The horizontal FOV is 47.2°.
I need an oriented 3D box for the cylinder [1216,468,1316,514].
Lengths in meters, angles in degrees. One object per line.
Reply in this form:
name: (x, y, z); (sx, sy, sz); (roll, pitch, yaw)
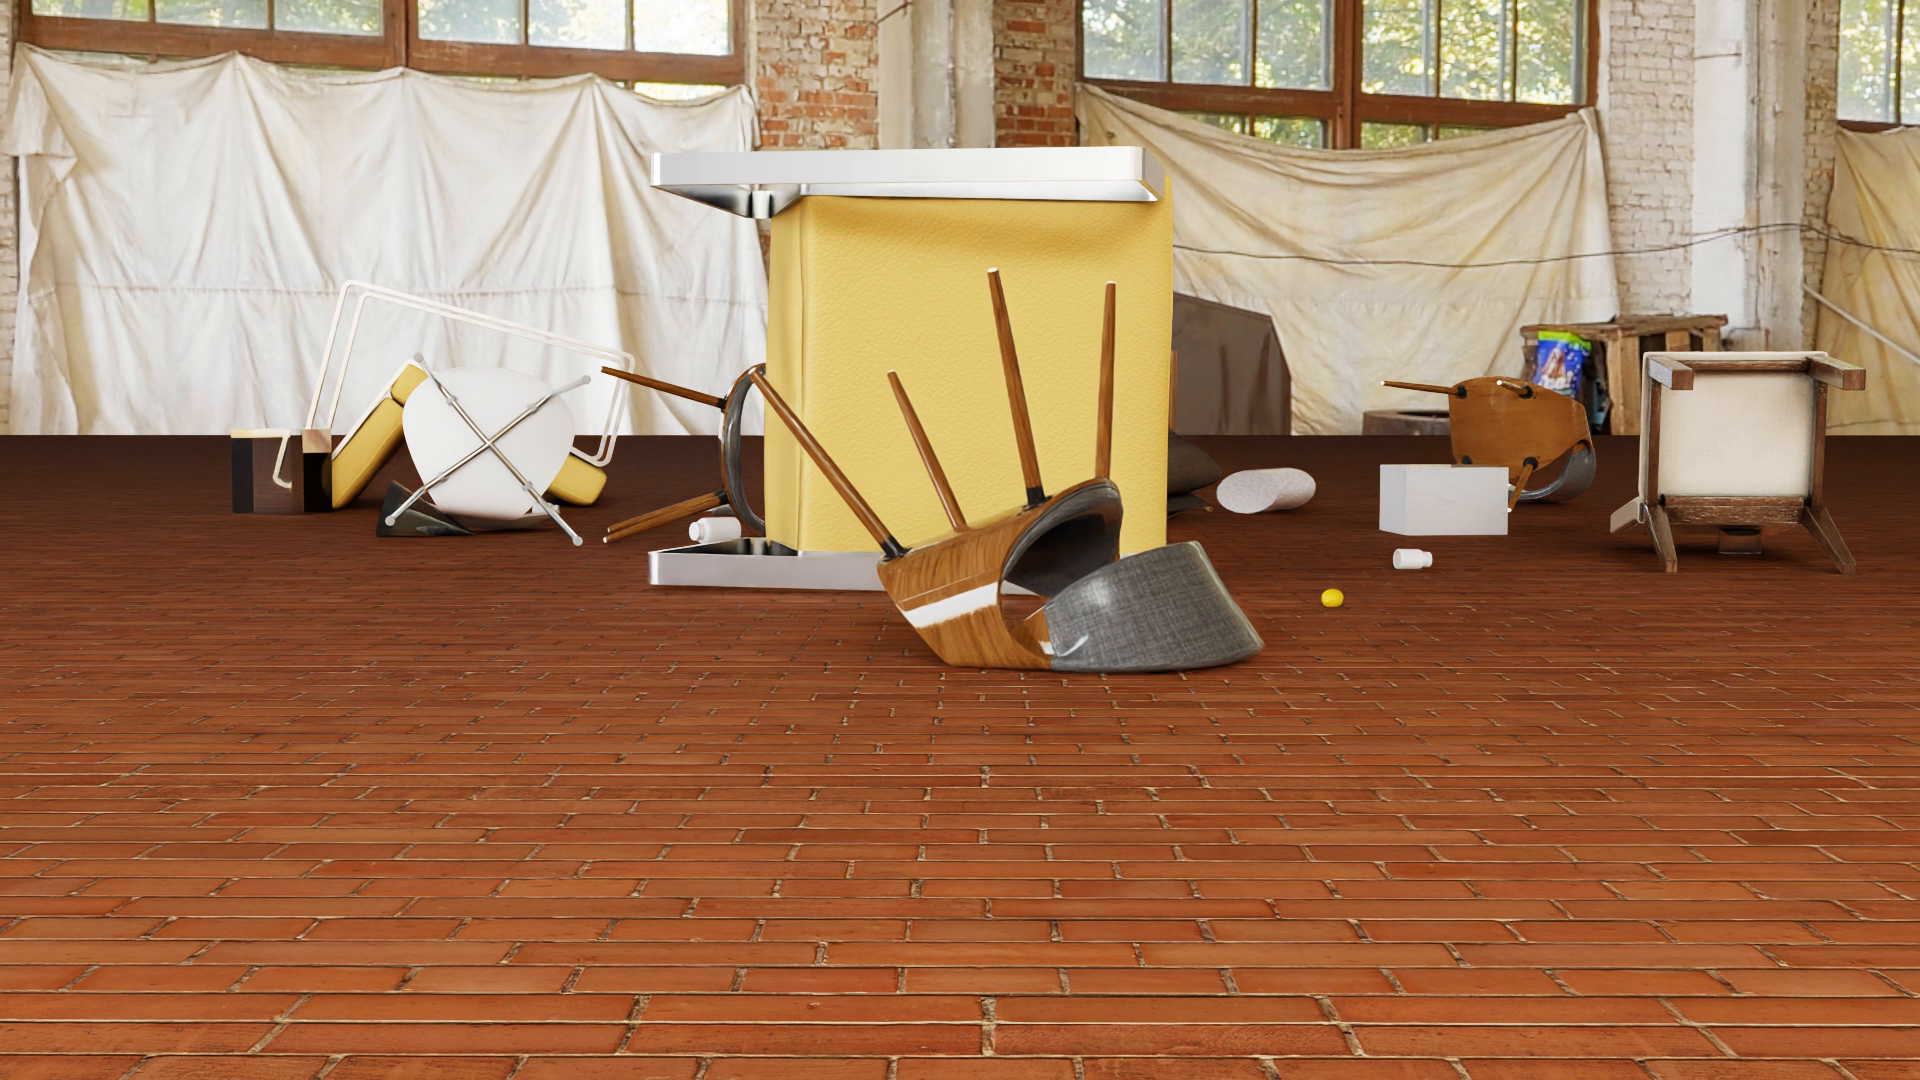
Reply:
cylinder: (1.127, -0.183, 8.079); (0.246, 0.154, 0.331); (-4, 1, 33)

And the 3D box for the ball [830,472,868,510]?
ball: (-0.414, -0.183, 8.218); (0.137, 0.137, 0.137); (0, 4, 0)

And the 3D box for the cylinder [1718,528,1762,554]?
cylinder: (2.136, 0.004, 6.025); (0.113, 0.063, 0.111); (-3, 5, -44)

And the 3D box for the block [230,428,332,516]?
block: (-2.448, -0.249, 7.941); (0.281, 0.305, 0.205); (2, 4, 27)

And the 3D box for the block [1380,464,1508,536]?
block: (1.516, -0.128, 6.904); (0.323, 0.207, 0.270); (0, 4, -6)

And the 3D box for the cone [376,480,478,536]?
cone: (-1.617, -0.056, 6.730); (0.288, 0.180, 0.249); (17, -1, -10)
